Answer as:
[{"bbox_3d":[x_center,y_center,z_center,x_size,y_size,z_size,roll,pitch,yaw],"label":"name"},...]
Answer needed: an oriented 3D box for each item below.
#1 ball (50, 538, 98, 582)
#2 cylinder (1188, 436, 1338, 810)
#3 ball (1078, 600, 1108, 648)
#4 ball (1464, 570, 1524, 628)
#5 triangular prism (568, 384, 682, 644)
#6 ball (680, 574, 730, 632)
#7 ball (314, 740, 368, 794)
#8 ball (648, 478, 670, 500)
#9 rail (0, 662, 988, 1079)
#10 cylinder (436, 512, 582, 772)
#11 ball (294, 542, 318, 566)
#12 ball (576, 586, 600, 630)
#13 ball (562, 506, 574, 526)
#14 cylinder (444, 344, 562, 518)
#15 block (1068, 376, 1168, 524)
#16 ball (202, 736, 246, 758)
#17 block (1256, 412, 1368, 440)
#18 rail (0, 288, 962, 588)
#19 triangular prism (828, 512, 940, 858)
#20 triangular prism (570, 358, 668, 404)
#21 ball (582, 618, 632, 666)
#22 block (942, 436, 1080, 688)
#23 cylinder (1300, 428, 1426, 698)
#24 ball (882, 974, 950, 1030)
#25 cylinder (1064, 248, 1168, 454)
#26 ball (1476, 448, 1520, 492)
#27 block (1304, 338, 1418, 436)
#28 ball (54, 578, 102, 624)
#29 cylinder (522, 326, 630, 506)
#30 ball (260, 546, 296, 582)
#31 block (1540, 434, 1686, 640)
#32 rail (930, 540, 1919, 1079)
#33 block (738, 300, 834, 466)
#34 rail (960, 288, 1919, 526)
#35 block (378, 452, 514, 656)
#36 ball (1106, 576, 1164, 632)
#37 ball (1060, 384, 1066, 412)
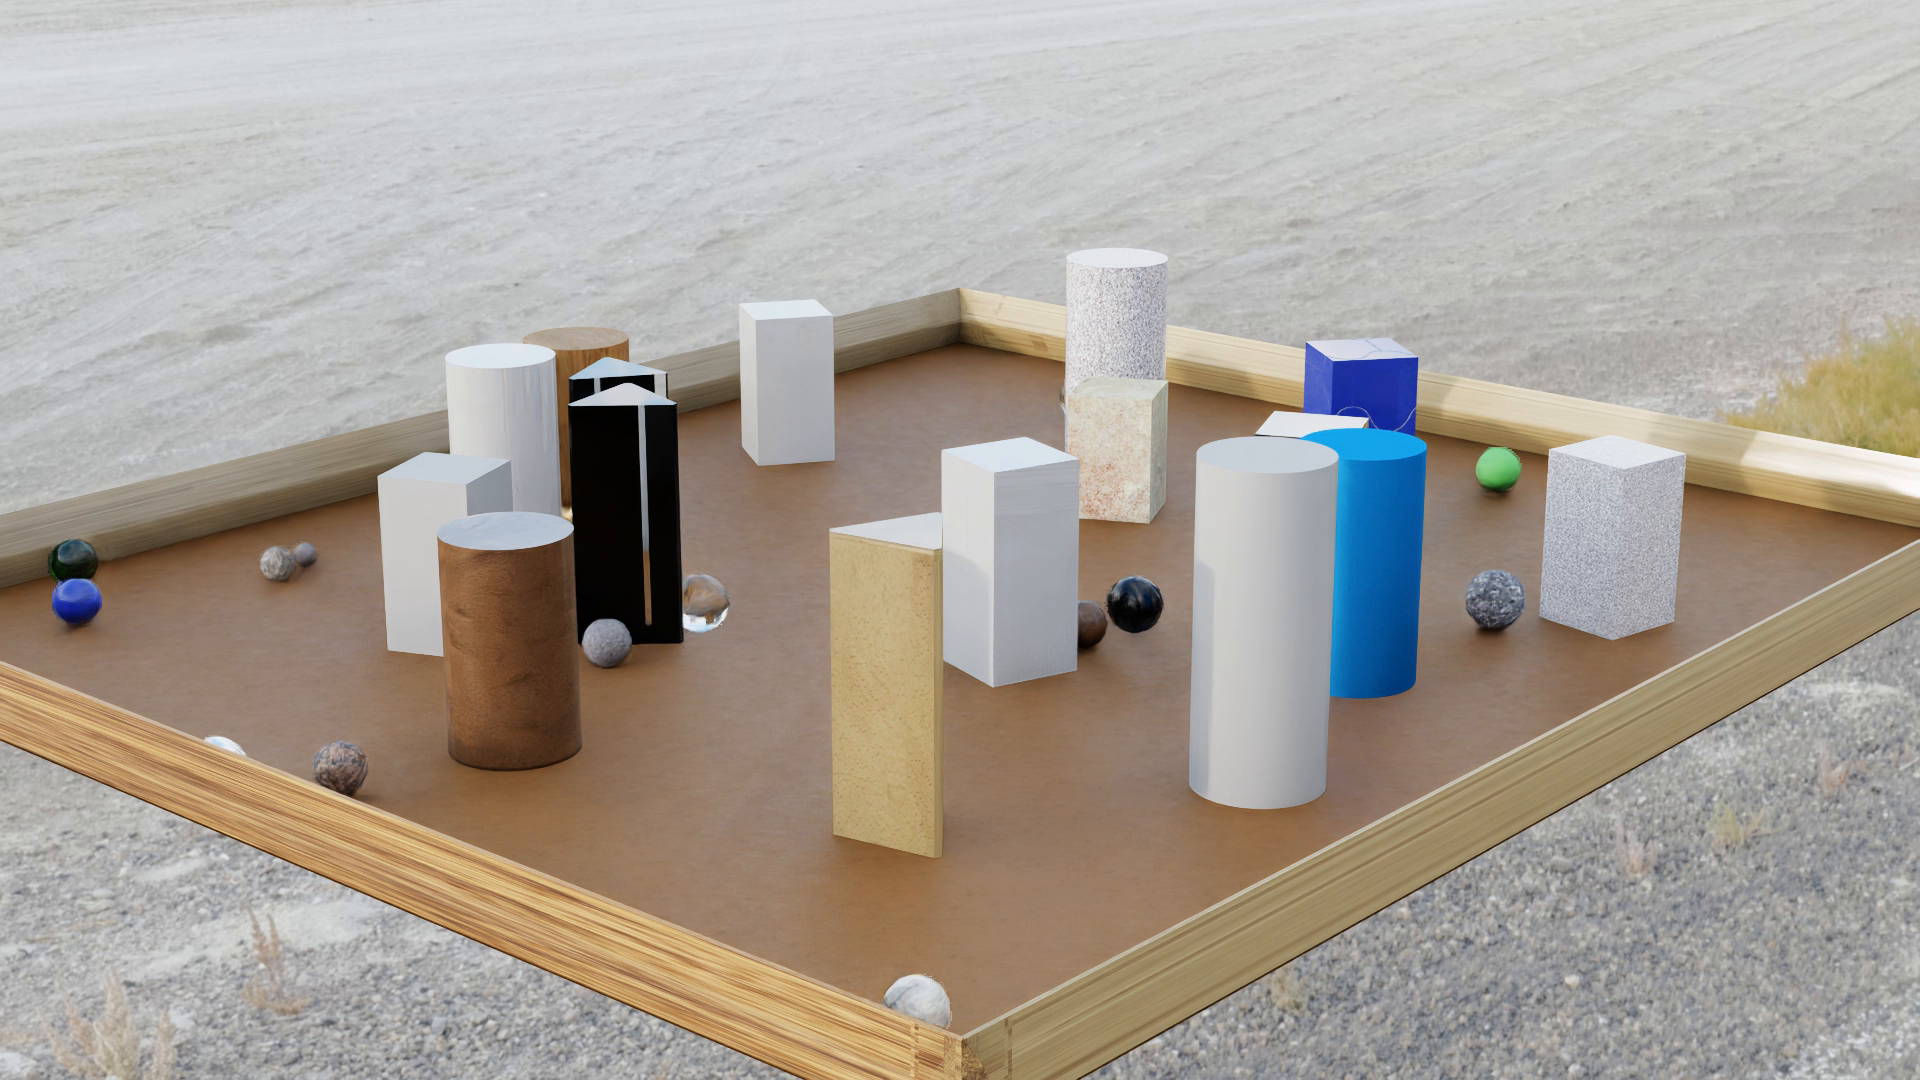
[{"bbox_3d":[-1.567,0.039,5.185,0.083,0.083,0.083,0,17,0],"label":"ball"},{"bbox_3d":[0.433,0.117,4.206,0.200,0.497,0.200,0,17,0],"label":"cylinder"},{"bbox_3d":[0.205,0.139,4.859,0.078,0.078,0.078,0,17,0],"label":"ball"},{"bbox_3d":[0.903,0.100,4.950,0.100,0.100,0.100,0,17,0],"label":"ball"},{"bbox_3d":[-0.553,-0.046,4.898,0.173,0.409,0.150,-1,17,-2],"label":"triangular prism"},{"bbox_3d":[-0.438,0.106,4.933,0.099,0.099,0.099,0,17,0],"label":"ball"},{"bbox_3d":[-0.893,0.329,4.229,0.078,0.078,0.078,0,17,0],"label":"ball"},{"bbox_3d":[-0.588,-0.100,5.715,0.042,0.042,0.042,0,17,0],"label":"ball"},{"bbox_3d":[-0.968,0.354,4.052,2.610,0.130,0.045,14,22,39],"label":"rail"},{"bbox_3d":[-0.670,0.149,4.369,0.200,0.341,0.200,0,17,0],"label":"cylinder"},{"bbox_3d":[-1.182,0.027,5.295,0.042,0.042,0.042,0,17,0],"label":"ball"},{"bbox_3d":[-0.644,0.115,4.946,0.075,0.075,0.075,0,17,0],"label":"ball"},{"bbox_3d":[-0.739,-0.042,5.515,0.046,0.046,0.046,0,17,0],"label":"ball"},{"bbox_3d":[-0.839,-0.168,5.405,0.200,0.352,0.200,0,17,0],"label":"cylinder"},{"bbox_3d":[0.303,-0.175,5.619,0.160,0.241,0.160,4,17,14],"label":"block"},{"bbox_3d":[-1.069,0.327,4.220,0.087,0.087,0.087,0,17,0],"label":"ball"},{"bbox_3d":[0.583,-0.018,4.896,0.160,0.357,0.160,5,17,16],"label":"block"},{"bbox_3d":[-0.967,-0.210,5.924,0.045,0.130,3.001,14,22,39],"label":"rail"},{"bbox_3d":[-0.065,0.192,4.053,0.173,0.442,0.150,10,19,29],"label":"triangular prism"},{"bbox_3d":[-0.626,-0.146,5.334,0.173,0.349,0.150,-4,17,-15],"label":"triangular prism"},{"bbox_3d":[-0.574,0.166,4.768,0.079,0.079,0.079,0,17,0],"label":"ball"},{"bbox_3d":[0.080,0.033,4.729,0.160,0.355,0.160,-10,19,-30],"label":"block"},{"bbox_3d":[0.633,0.035,4.666,0.200,0.389,0.200,0,17,0],"label":"cylinder"},{"bbox_3d":[-0.052,0.556,3.470,0.081,0.081,0.081,0,17,0],"label":"ball"},{"bbox_3d":[0.309,-0.343,5.828,0.200,0.443,0.200,0,17,0],"label":"cylinder"},{"bbox_3d":[1.057,-0.137,5.765,0.085,0.085,0.085,0,17,0],"label":"ball"},{"bbox_3d":[0.727,-0.167,5.364,0.160,0.373,0.160,-3,17,-11],"label":"block"},{"bbox_3d":[-1.497,0.104,4.975,0.079,0.079,0.079,0,17,0],"label":"ball"},{"bbox_3d":[-0.729,-0.223,5.614,0.200,0.335,0.200,0,17,0],"label":"cylinder"},{"bbox_3d":[-1.212,0.042,5.209,0.062,0.062,0.062,0,17,0],"label":"ball"},{"bbox_3d":[1.104,-0.007,4.964,0.160,0.296,0.160,-13,21,-36],"label":"block"},{"bbox_3d":[0.967,0.275,4.315,0.045,0.130,3.001,14,22,39],"label":"rail"},{"bbox_3d":[-0.355,-0.324,6.006,0.160,0.303,0.160,-5,17,-15],"label":"block"},{"bbox_3d":[0.968,-0.289,6.188,2.610,0.130,0.045,14,22,39],"label":"rail"},{"bbox_3d":[-0.846,0.025,4.856,0.160,0.299,0.160,5,18,18],"label":"block"},{"bbox_3d":[0.294,0.108,4.931,0.095,0.095,0.095,0,17,0],"label":"ball"},{"bbox_3d":[0.256,-0.306,6.328,0.084,0.084,0.084,0,17,0],"label":"ball"}]
